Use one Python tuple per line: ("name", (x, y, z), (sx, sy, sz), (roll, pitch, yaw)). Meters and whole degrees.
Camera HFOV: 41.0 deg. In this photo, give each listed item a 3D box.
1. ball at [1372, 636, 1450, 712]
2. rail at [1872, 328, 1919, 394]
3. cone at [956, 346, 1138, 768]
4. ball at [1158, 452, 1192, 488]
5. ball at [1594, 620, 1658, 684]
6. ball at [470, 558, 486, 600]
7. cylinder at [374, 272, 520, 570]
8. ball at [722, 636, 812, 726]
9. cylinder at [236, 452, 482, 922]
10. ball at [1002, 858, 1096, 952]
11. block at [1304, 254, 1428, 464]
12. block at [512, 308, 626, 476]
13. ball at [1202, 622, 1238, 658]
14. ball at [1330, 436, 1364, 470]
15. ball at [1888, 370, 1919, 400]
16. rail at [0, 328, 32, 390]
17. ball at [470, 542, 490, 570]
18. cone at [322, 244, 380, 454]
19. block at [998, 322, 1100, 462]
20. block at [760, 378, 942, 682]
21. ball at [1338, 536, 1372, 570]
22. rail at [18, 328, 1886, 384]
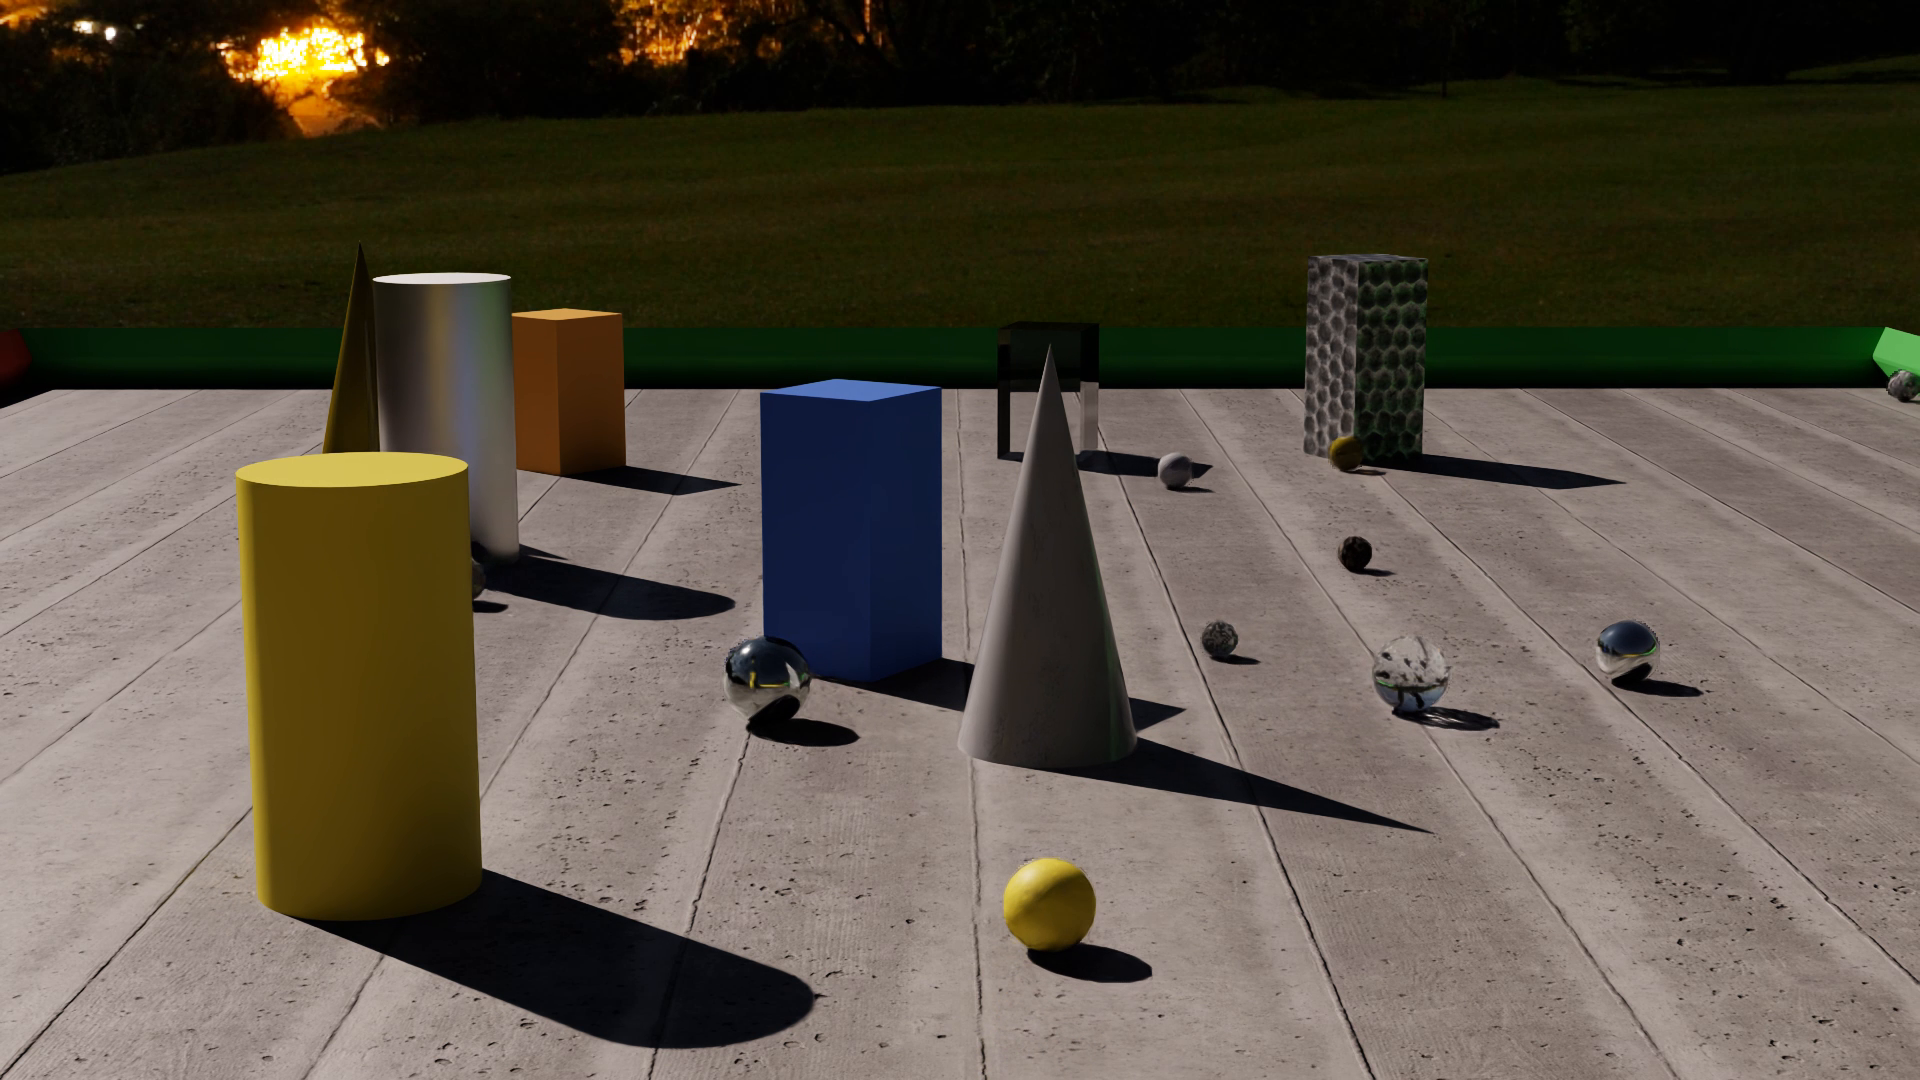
("ball", (0.513, 0.153, 2.923), (0.087, 0.087, 0.087), (0, 10, 0))
("rail", (2.133, 0.031, 3.461), (0.045, 0.128, 5.047), (0, 10, 0))
("cone", (0.095, 0.007, 2.750), (0.198, 0.437, 0.198), (0, 10, 0))
("ball", (0.375, -0.121, 4.472), (0.062, 0.062, 0.062), (0, 10, 0))
("ball", (0.795, 0.134, 3.061), (0.074, 0.074, 0.074), (0, 10, 0))
("ball", (-0.682, 0.055, 3.513), (0.065, 0.065, 0.065), (0, 10, 0))
("cylinder", (-0.757, -0.176, 3.786), (0.198, 0.419, 0.198), (0, 10, 0))
("ball", (-0.216, 0.157, 2.866), (0.099, 0.099, 0.099), (0, 10, 0))
("cylinder", (-0.530, 0.124, 2.274), (0.198, 0.379, 0.198), (0, 10, 0))
("ball", (0.074, 0.304, 2.132), (0.078, 0.078, 0.078), (0, 10, 0))
("block", (0.760, -0.343, 4.811), (0.158, 0.373, 0.158), (-5, 12, -27))
("block", (-0.726, -0.273, 4.691), (0.158, 0.280, 0.158), (9, 14, 40))
("ball", (0.323, 0.124, 3.195), (0.045, 0.045, 0.045), (0, 10, 0))
("ball", (0.703, -0.158, 4.667), (0.063, 0.063, 0.063), (0, 10, 0))
("ball", (2.075, -0.339, 5.636), (0.066, 0.066, 0.066), (0, 10, 0))
("rail", (-2.133, 0.035, 3.437), (0.045, 0.128, 5.047), (0, 10, 0))
("ball", (-0.705, 0.027, 3.710), (0.048, 0.048, 0.048), (0, 10, 0))
("cone", (-0.954, -0.255, 4.119), (0.198, 0.452, 0.198), (0, 10, 0))
("block", (0.167, -0.281, 4.837), (0.158, 0.243, 0.158), (3, 11, 15))
("block", (-0.131, -0.016, 3.140), (0.158, 0.339, 0.158), (7, 12, 32))
("ball", (0.577, 0.019, 3.749), (0.049, 0.049, 0.049), (0, 10, 0))
("rail", (-0.014, -0.422, 5.907), (4.313, 0.128, 0.045), (0, 10, 0))
